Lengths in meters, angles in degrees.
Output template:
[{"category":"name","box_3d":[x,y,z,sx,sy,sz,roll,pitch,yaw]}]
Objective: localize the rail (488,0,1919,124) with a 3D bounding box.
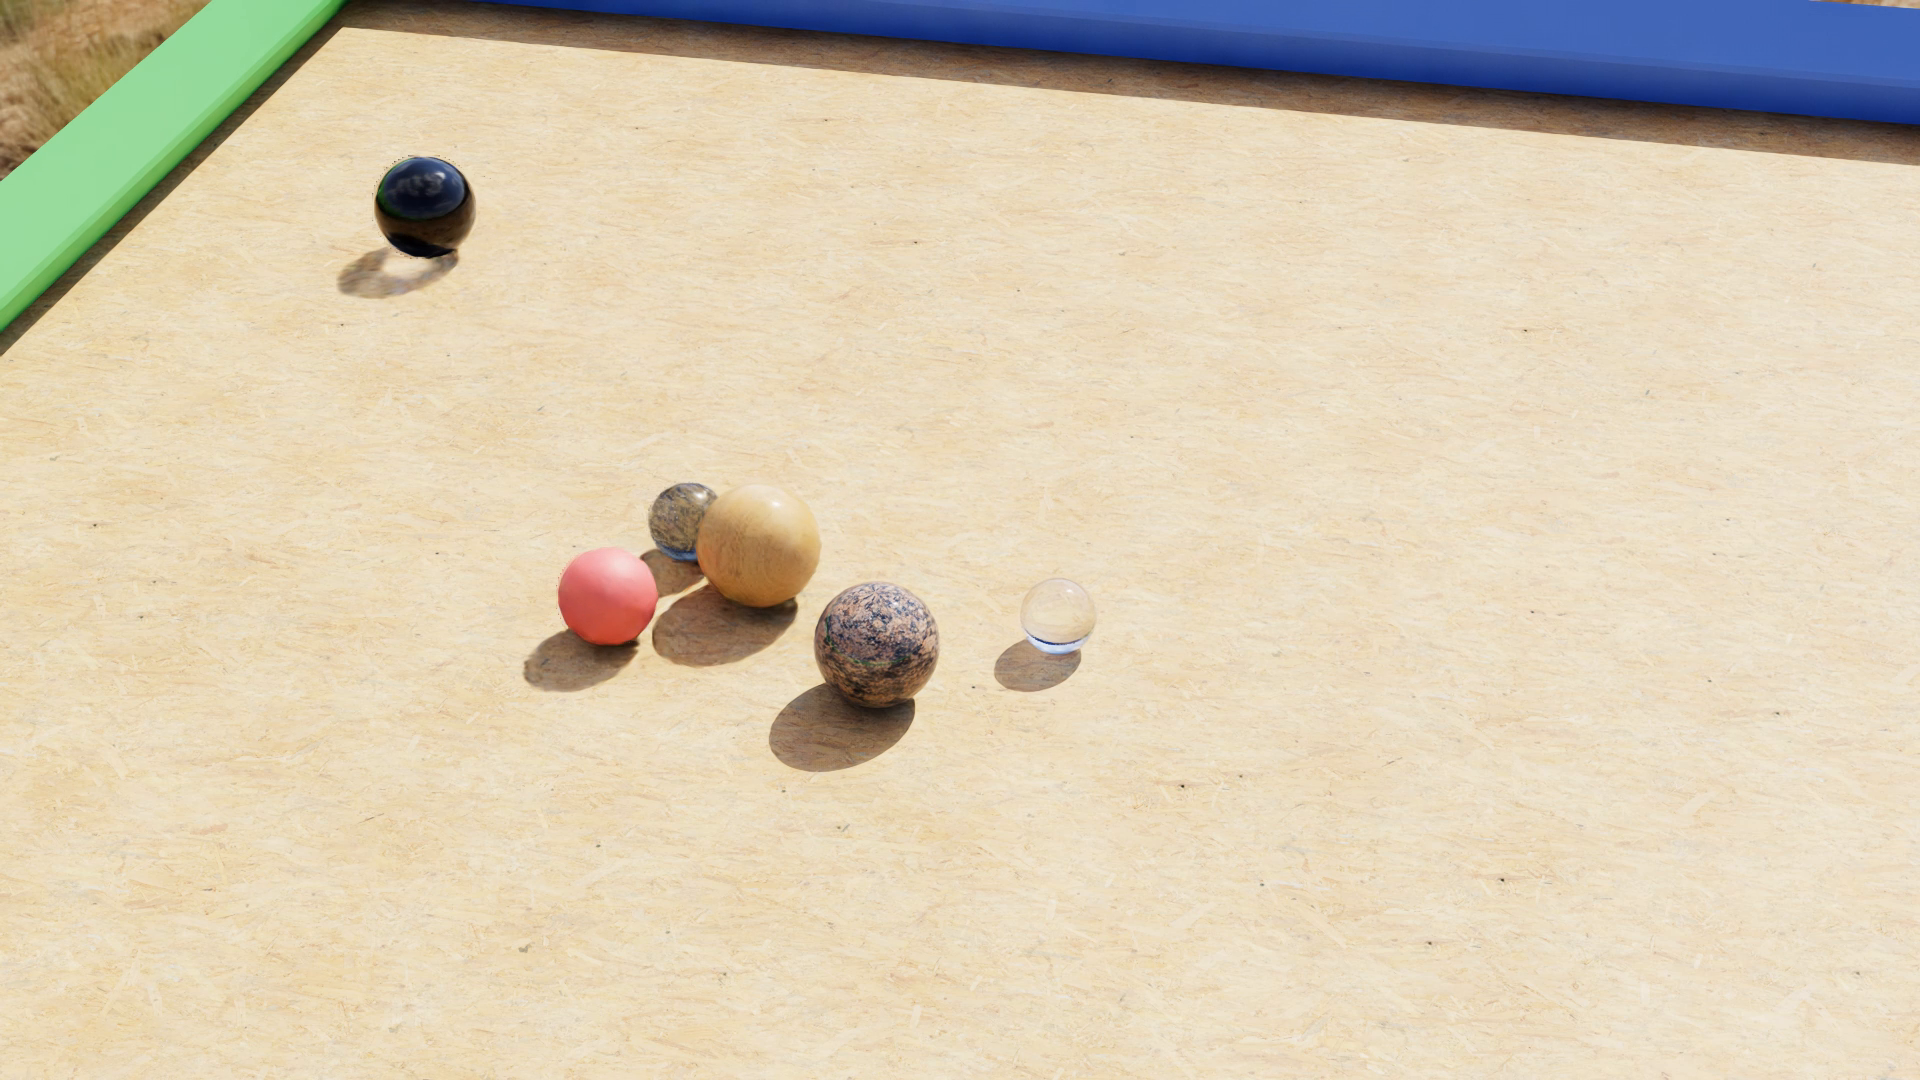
[{"category":"rail","box_3d":[1.097,-0.451,2.559,3.654,0.122,0.045,7,35,10]}]

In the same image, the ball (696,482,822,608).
[{"category":"ball","box_3d":[-0.150,0.004,1.916,0.094,0.094,0.094,0,34,0]}]

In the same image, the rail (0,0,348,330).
[{"category":"rail","box_3d":[-0.870,-0.124,2.078,0.045,0.122,2.004,7,35,10]}]

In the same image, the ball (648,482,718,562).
[{"category":"ball","box_3d":[-0.209,-0.014,1.971,0.061,0.061,0.061,0,34,0]}]

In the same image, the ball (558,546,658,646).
[{"category":"ball","box_3d":[-0.258,0.041,1.880,0.072,0.072,0.072,0,34,0]}]

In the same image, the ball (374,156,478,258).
[{"category":"ball","box_3d":[-0.495,-0.308,2.374,0.094,0.094,0.094,0,34,0]}]

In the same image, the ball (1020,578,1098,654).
[{"category":"ball","box_3d":[0.072,0.055,1.873,0.057,0.057,0.057,0,34,0]}]

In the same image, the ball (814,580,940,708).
[{"category":"ball","box_3d":[-0.059,0.074,1.816,0.090,0.090,0.090,0,34,0]}]
